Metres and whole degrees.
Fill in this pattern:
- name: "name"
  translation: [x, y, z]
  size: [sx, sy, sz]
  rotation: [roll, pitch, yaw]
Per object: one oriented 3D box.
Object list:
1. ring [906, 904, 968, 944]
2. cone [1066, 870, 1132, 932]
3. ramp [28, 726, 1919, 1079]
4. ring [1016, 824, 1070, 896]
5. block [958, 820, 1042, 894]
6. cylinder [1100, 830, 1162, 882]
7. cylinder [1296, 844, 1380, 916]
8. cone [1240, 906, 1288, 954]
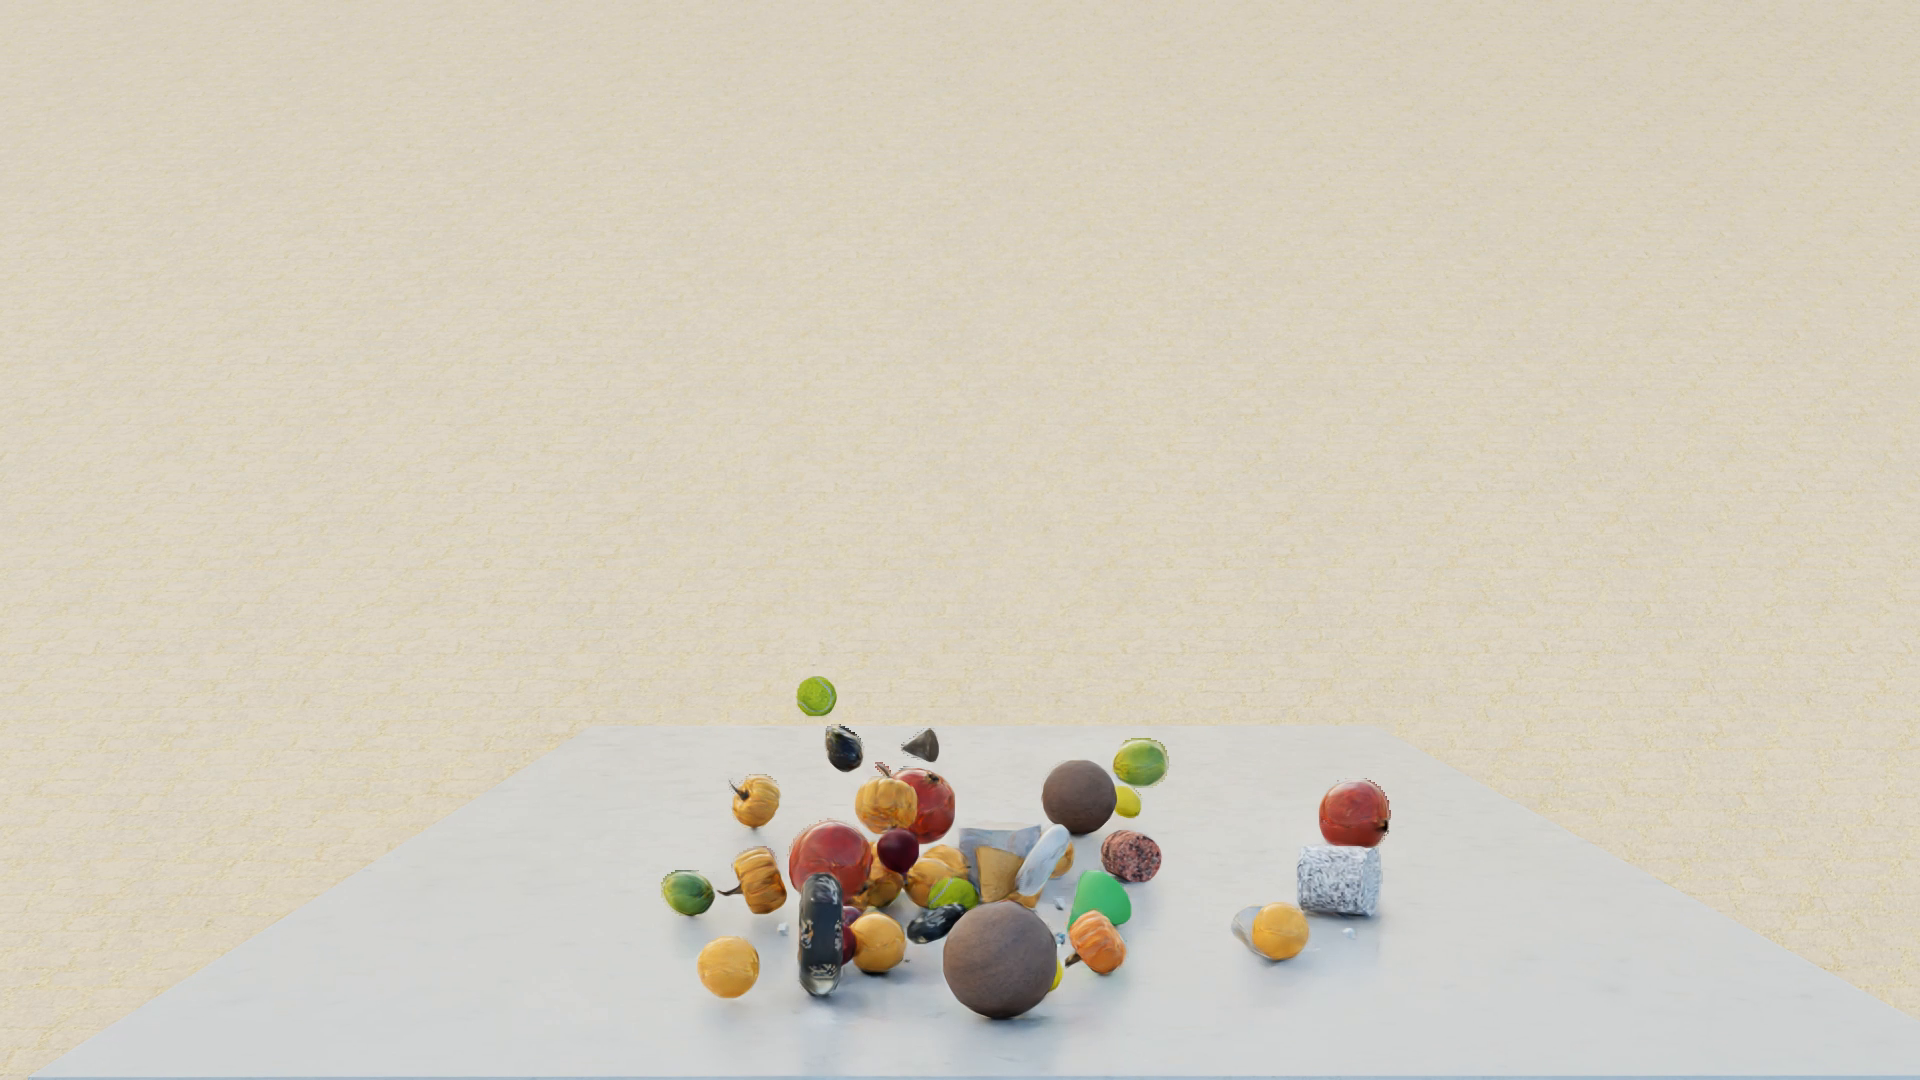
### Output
- name: "ring"
  translation: [-0.028, 0.474, 3.193]
  size: [0.081, 0.027, 0.081]
  rotation: [-23, 3, 1]
- name: "cone"
  translation: [0.169, 0.504, 3.473]
  size: [0.088, 0.088, 0.088]
  rotation: [21, 41, 35]
- name: "ramp"
  translation: [0.062, 0.556, 4.594]
  size: [2.000, 0.100, 4.000]
  rotation: [0, 1, 0]
- name: "ring"
  translation: [0.109, 0.420, 3.386]
  size: [0.035, 0.106, 0.106]
  rotation: [33, 35, 8]
- name: "block"
  translation: [0.059, 0.472, 3.846]
  size: [0.092, 0.092, 0.092]
  rotation: [0, 1, 27]
- name: "cylinder"
  translation: [0.260, 0.481, 3.928]
  size: [0.071, 0.071, 0.071]
  rotation: [-10, 4, -18]
- name: "cylinder"
  translation: [0.528, 0.474, 3.603]
  size: [0.094, 0.094, 0.094]
  rotation: [1, 26, 24]
- name: "cone"
  translation: [0.381, 0.513, 3.303]
  size: [0.063, 0.063, 0.063]
  rotation: [10, 59, 19]
